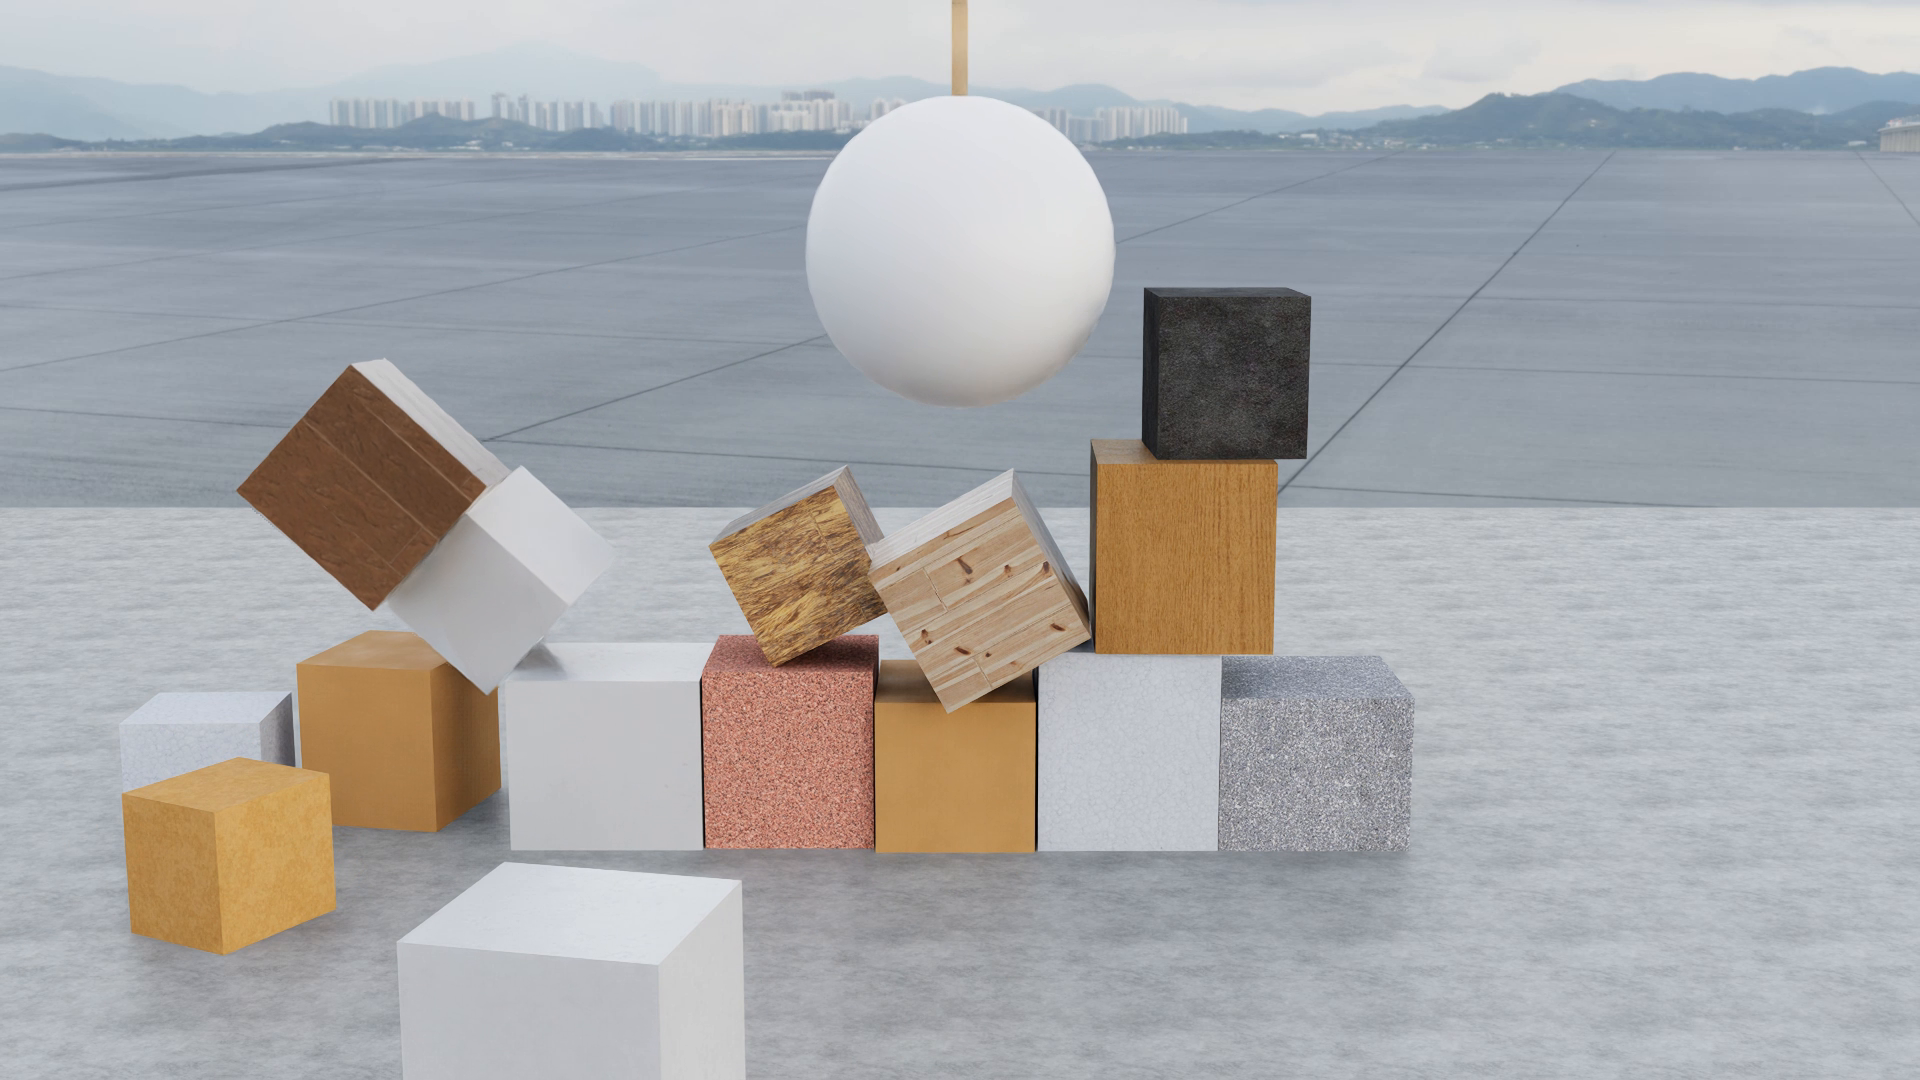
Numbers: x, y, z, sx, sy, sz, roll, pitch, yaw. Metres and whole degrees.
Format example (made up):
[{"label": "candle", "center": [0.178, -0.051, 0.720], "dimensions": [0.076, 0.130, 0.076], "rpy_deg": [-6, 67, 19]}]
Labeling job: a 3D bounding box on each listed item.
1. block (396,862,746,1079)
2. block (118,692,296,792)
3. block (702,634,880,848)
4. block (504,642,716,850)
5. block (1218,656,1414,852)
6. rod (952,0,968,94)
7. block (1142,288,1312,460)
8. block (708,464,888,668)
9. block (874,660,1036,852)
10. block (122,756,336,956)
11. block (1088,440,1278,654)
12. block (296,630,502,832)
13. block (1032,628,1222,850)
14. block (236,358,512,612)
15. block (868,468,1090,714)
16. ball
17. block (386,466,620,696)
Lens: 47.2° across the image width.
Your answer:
[{"label": "block", "center": [-1.324, 1.713, 7.662], "dimensions": [0.917, 0.888, 0.843], "rpy_deg": [2, 11, 13]}, {"label": "block", "center": [-3.913, 1.164, 11.491], "dimensions": [0.699, 0.597, 0.648], "rpy_deg": [0, 10, -2]}, {"label": "block", "center": [-0.855, 1.027, 11.370], "dimensions": [0.846, 0.912, 0.831], "rpy_deg": [0, 10, 0]}, {"label": "block", "center": [-1.768, 1.050, 11.352], "dimensions": [0.960, 0.872, 0.843], "rpy_deg": [0, 10, 0]}, {"label": "block", "center": [1.770, 1.088, 11.386], "dimensions": [0.954, 0.785, 0.919], "rpy_deg": [0, 10, 0]}, {"label": "rod", "center": [0.000, -4.773, 10.483], "dimensions": [0.080, 5.200, 0.080], "rpy_deg": [0, 14, 0]}, {"label": "block", "center": [1.323, -0.847, 11.043], "dimensions": [0.736, 0.795, 0.692], "rpy_deg": [0, 10, -2]}, {"label": "block", "center": [-0.761, 0.122, 11.202], "dimensions": [0.695, 0.689, 0.689], "rpy_deg": [-26, 8, 7]}, {"label": "block", "center": [-0.024, 1.100, 11.363], "dimensions": [0.794, 0.771, 0.917], "rpy_deg": [0, 10, 0]}, {"label": "block", "center": [-3.303, 1.416, 9.965], "dimensions": [0.578, 0.649, 0.677], "rpy_deg": [6, 12, 29]}, {"label": "block", "center": [1.110, 0.017, 11.150], "dimensions": [0.871, 0.943, 0.899], "rpy_deg": [0, 10, 1]}, {"label": "block", "center": [-2.966, 0.998, 11.693], "dimensions": [0.738, 0.852, 0.813], "rpy_deg": [2, 11, 12]}, {"label": "block", "center": [0.837, 0.975, 11.358], "dimensions": [0.900, 1.018, 0.896], "rpy_deg": [0, 10, 0]}, {"label": "block", "center": [-2.889, -0.291, 10.944], "dimensions": [0.864, 0.829, 0.759], "rpy_deg": [43, 3, -6]}, {"label": "block", "center": [0.107, 0.237, 10.928], "dimensions": [0.788, 0.789, 0.803], "rpy_deg": [-28, 9, 8]}, {"label": "ball", "center": [0.000, -1.474, 11.305], "dimensions": [1.600, 1.600, 1.600], "rpy_deg": [0, 10, 0]}, {"label": "block", "center": [-2.334, 0.201, 11.269], "dimensions": [0.679, 0.732, 0.682], "rpy_deg": [43, 25, -6]}]
